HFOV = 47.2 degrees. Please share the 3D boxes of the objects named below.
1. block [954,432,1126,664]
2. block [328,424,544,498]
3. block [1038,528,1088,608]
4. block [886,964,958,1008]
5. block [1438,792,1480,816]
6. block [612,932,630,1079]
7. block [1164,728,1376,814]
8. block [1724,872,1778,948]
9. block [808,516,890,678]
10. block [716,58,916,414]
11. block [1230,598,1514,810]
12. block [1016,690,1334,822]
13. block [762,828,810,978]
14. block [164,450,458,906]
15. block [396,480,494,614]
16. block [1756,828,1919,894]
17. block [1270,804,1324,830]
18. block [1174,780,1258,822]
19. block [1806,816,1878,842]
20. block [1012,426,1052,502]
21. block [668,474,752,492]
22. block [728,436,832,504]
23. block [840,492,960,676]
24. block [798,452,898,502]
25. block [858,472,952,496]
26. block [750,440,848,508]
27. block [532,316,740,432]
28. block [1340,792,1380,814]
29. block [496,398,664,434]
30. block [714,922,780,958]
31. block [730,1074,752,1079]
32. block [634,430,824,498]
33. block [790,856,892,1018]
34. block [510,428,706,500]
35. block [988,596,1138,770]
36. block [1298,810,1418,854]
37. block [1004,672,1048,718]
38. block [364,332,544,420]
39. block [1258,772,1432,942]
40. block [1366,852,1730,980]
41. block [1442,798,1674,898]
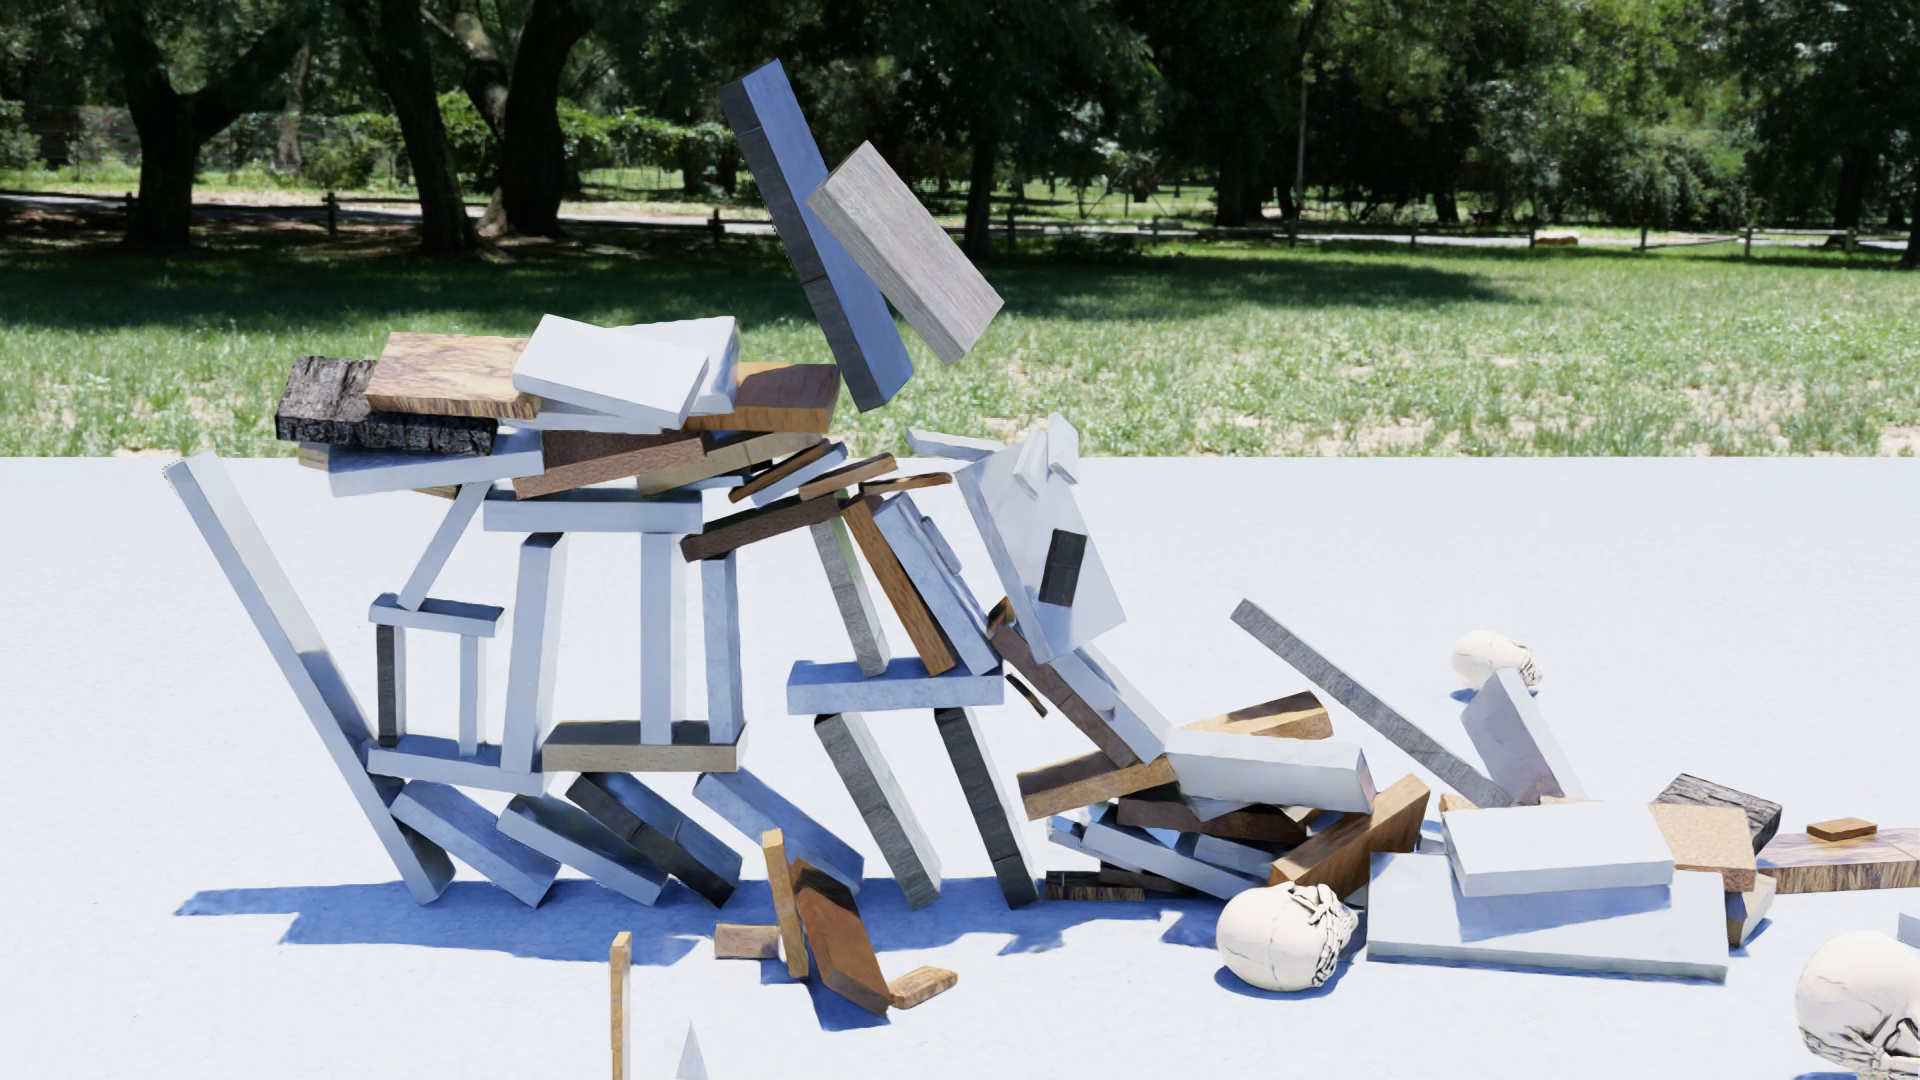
[{"bbox_3d":[0.129,0.012,3.486,0.166,0.331,0.047,-26,3,-36],"label":"block"},{"bbox_3d":[-0.823,-0.153,3.464,0.324,0.046,0.162,-7,40,-8],"label":"block"},{"bbox_3d":[0.157,0.043,3.357,0.057,0.113,0.016,12,0,-39],"label":"block"},{"bbox_3d":[-0.065,0.659,3.244,0.061,0.017,0.122,5,11,37],"label":"block"},{"bbox_3d":[0.876,0.512,3.677,0.103,0.029,0.434,14,12,3],"label":"block"},{"bbox_3d":[-0.431,0.620,2.796,0.014,0.238,0.050,2,10,3],"label":"block"},{"bbox_3d":[0.484,0.360,3.427,0.301,0.043,0.150,3,-31,23],"label":"block"},{"bbox_3d":[1.129,0.549,3.565,0.330,0.047,0.165,17,27,33],"label":"block"},{"bbox_3d":[-0.178,0.083,3.578,0.037,0.264,0.132,-19,10,5],"label":"block"},{"bbox_3d":[-0.222,-0.479,3.469,0.047,0.547,0.166,-17,17,23],"label":"block"},{"bbox_3d":[0.682,0.279,3.644,0.539,0.043,0.150,38,5,15],"label":"block"},{"bbox_3d":[0.352,0.357,3.651,0.517,0.043,0.152,-16,9,1],"label":"block"},{"bbox_3d":[-0.263,0.547,3.316,0.029,0.203,0.102,-12,6,-4],"label":"block"},{"bbox_3d":[-1.055,0.226,3.604,0.036,0.814,0.128,-27,9,6],"label":"block"},{"bbox_3d":[-0.829,-0.013,3.566,0.036,0.256,0.128,30,6,-13],"label":"block"},{"bbox_3d":[1.461,0.550,3.758,1.077,0.047,0.165,-2,11,-8],"label":"block"},{"bbox_3d":[0.541,0.419,3.570,0.061,0.017,0.122,-41,29,-7],"label":"block"},{"bbox_3d":[0.464,0.390,3.576,0.206,0.029,0.103,-18,26,-11],"label":"block"},{"bbox_3d":[1.537,0.504,3.834,0.110,0.016,0.055,-5,12,-25],"label":"block"},{"bbox_3d":[0.116,-0.116,3.362,0.016,0.057,0.113,-22,29,35],"label":"block"},{"bbox_3d":[-0.405,-0.098,3.567,0.124,0.018,0.062,-5,14,8],"label":"block"},{"bbox_3d":[-0.291,-0.112,3.552,0.177,0.018,0.062,-27,10,13],"label":"block"},{"bbox_3d":[-0.092,0.064,3.572,0.043,0.304,0.152,-28,7,9],"label":"block"},{"bbox_3d":[-0.183,-0.103,3.542,0.162,0.023,0.081,-19,10,-4],"label":"block"},{"bbox_3d":[-0.089,-0.092,3.550,0.145,0.014,0.050,-8,11,-13],"label":"block"},{"bbox_3d":[-0.258,-0.106,3.547,0.162,0.023,0.081,-28,10,8],"label":"block"},{"bbox_3d":[-0.514,-0.263,3.460,0.324,0.046,0.162,-5,53,7],"label":"block"},{"bbox_3d":[0.617,0.438,3.789,0.174,0.049,0.347,-1,-25,39],"label":"block"},{"bbox_3d":[-0.572,-0.231,3.389,0.264,0.037,0.132,3,53,12],"label":"block"},{"bbox_3d":[-0.327,0.617,3.386,0.100,0.050,0.014,1,-17,6],"label":"block"},{"bbox_3d":[-0.264,0.730,2.643,0.028,0.099,0.198,-2,11,-4],"label":"block"},{"bbox_3d":[-0.376,-0.165,3.571,0.303,0.043,0.152,-16,29,2],"label":"block"},{"bbox_3d":[-0.185,0.590,3.305,0.102,0.029,0.408,34,6,-18],"label":"block"},{"bbox_3d":[-0.562,-0.152,3.524,0.303,0.043,0.152,-12,33,-1],"label":"block"},{"bbox_3d":[0.171,0.232,3.609,0.311,0.044,0.155,44,12,-10],"label":"block"},{"bbox_3d":[0.741,0.525,3.676,0.347,0.049,0.174,13,10,-2],"label":"block"},{"bbox_3d":[0.110,0.257,3.644,0.014,0.049,0.099,-40,26,-5],"label":"block"},{"bbox_3d":[-0.766,-0.254,3.385,0.264,0.037,0.132,4,52,10],"label":"block"},{"bbox_3d":[0.608,0.500,3.466,0.310,0.155,0.044,-27,51,-29],"label":"block"},{"bbox_3d":[0.896,0.575,3.378,0.528,0.045,0.158,2,51,11],"label":"block"},{"bbox_3d":[0.922,0.475,3.404,0.317,0.045,0.158,-4,29,0],"label":"block"}]
